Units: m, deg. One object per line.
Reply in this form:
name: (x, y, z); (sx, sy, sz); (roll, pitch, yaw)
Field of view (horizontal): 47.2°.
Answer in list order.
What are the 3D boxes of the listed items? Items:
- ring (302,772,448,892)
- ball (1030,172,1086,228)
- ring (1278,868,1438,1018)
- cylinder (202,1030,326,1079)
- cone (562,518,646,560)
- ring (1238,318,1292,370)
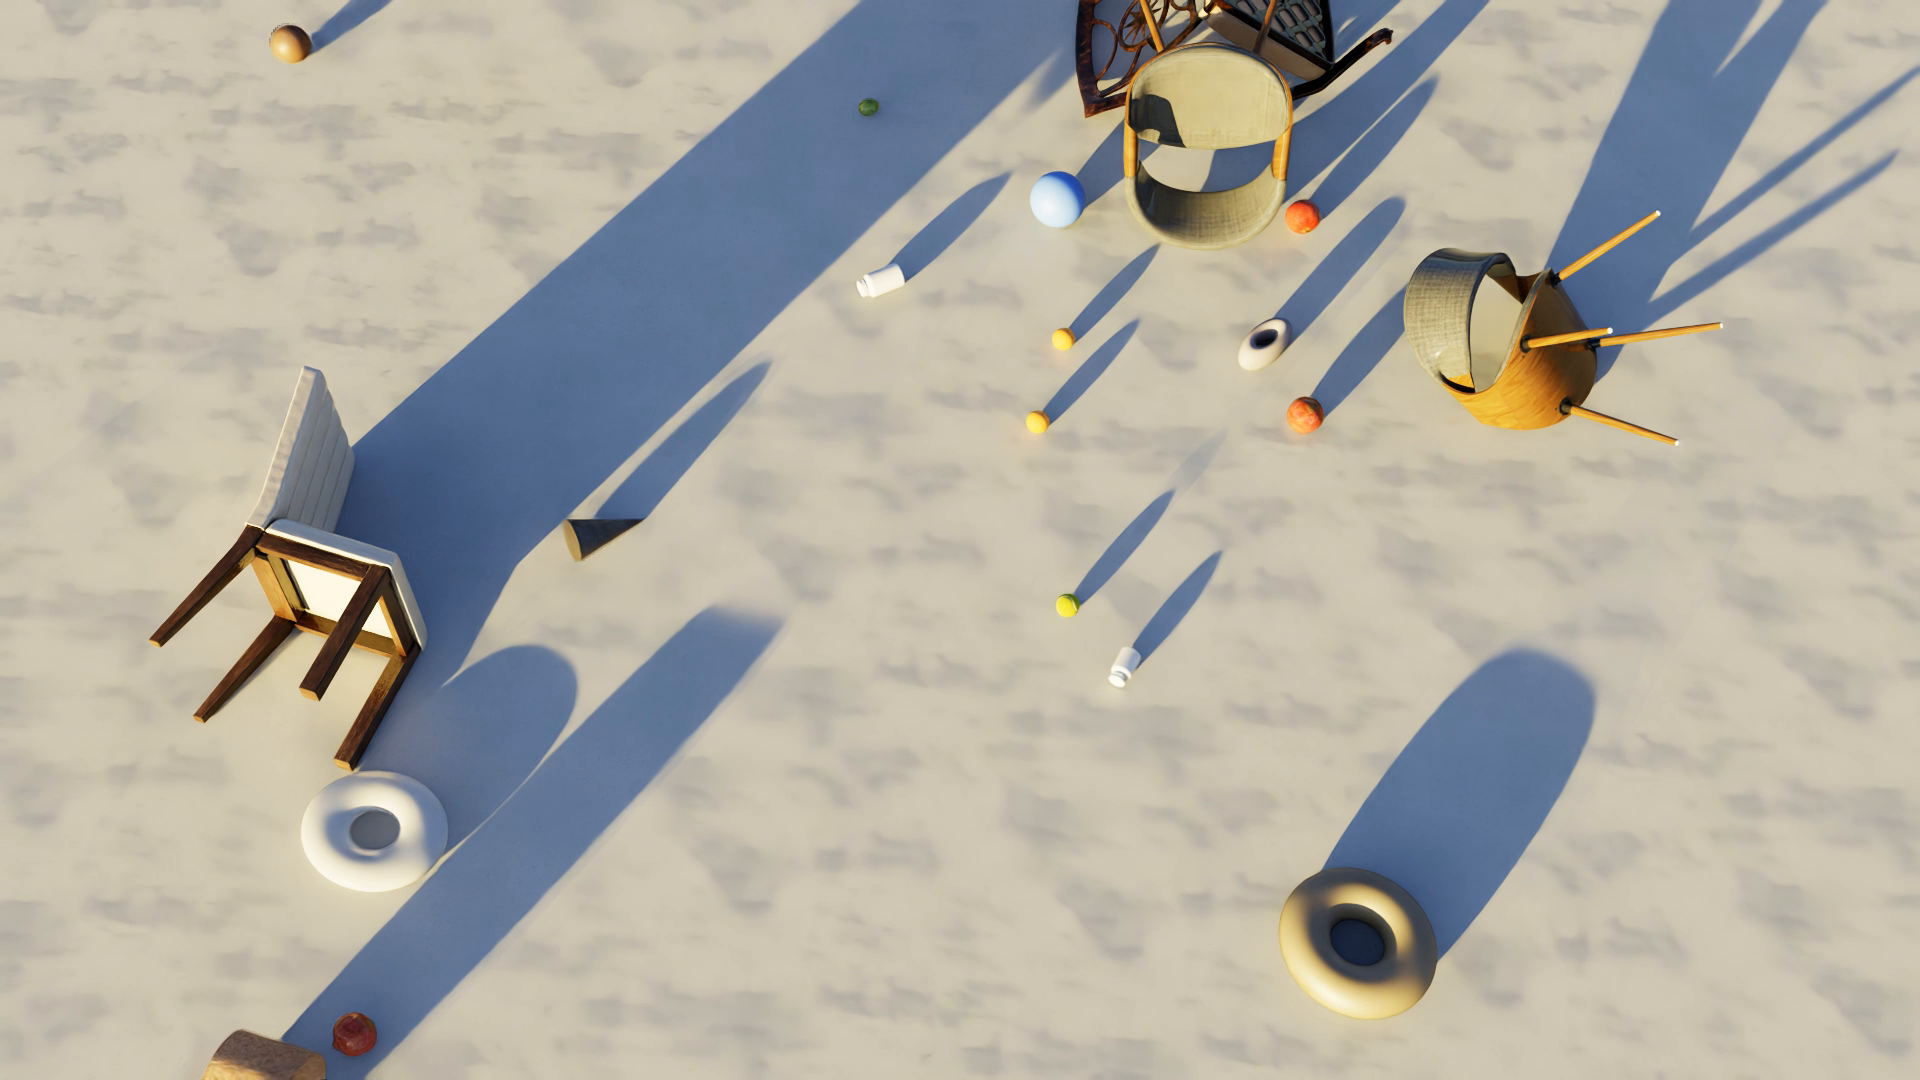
ring: (-1.596, 0.791, 5.998); (0.411, 0.075, 0.354); (18, 59, 11)
ball: (0.321, -1.117, 7.213); (0.184, 0.184, 0.184); (0, 56, 0)
ring: (1.047, 1.059, 5.787); (0.402, 0.129, 0.433); (-29, 60, -19)
cylinder: (-1.750, 1.380, 5.508); (0.215, 0.232, 0.252); (15, 50, 10)
cone: (-1.047, -0.032, 6.562); (0.242, 0.112, 0.131); (-18, 74, -27)
ring: (0.963, -0.619, 6.933); (0.223, 0.095, 0.115); (-40, 67, -22)
